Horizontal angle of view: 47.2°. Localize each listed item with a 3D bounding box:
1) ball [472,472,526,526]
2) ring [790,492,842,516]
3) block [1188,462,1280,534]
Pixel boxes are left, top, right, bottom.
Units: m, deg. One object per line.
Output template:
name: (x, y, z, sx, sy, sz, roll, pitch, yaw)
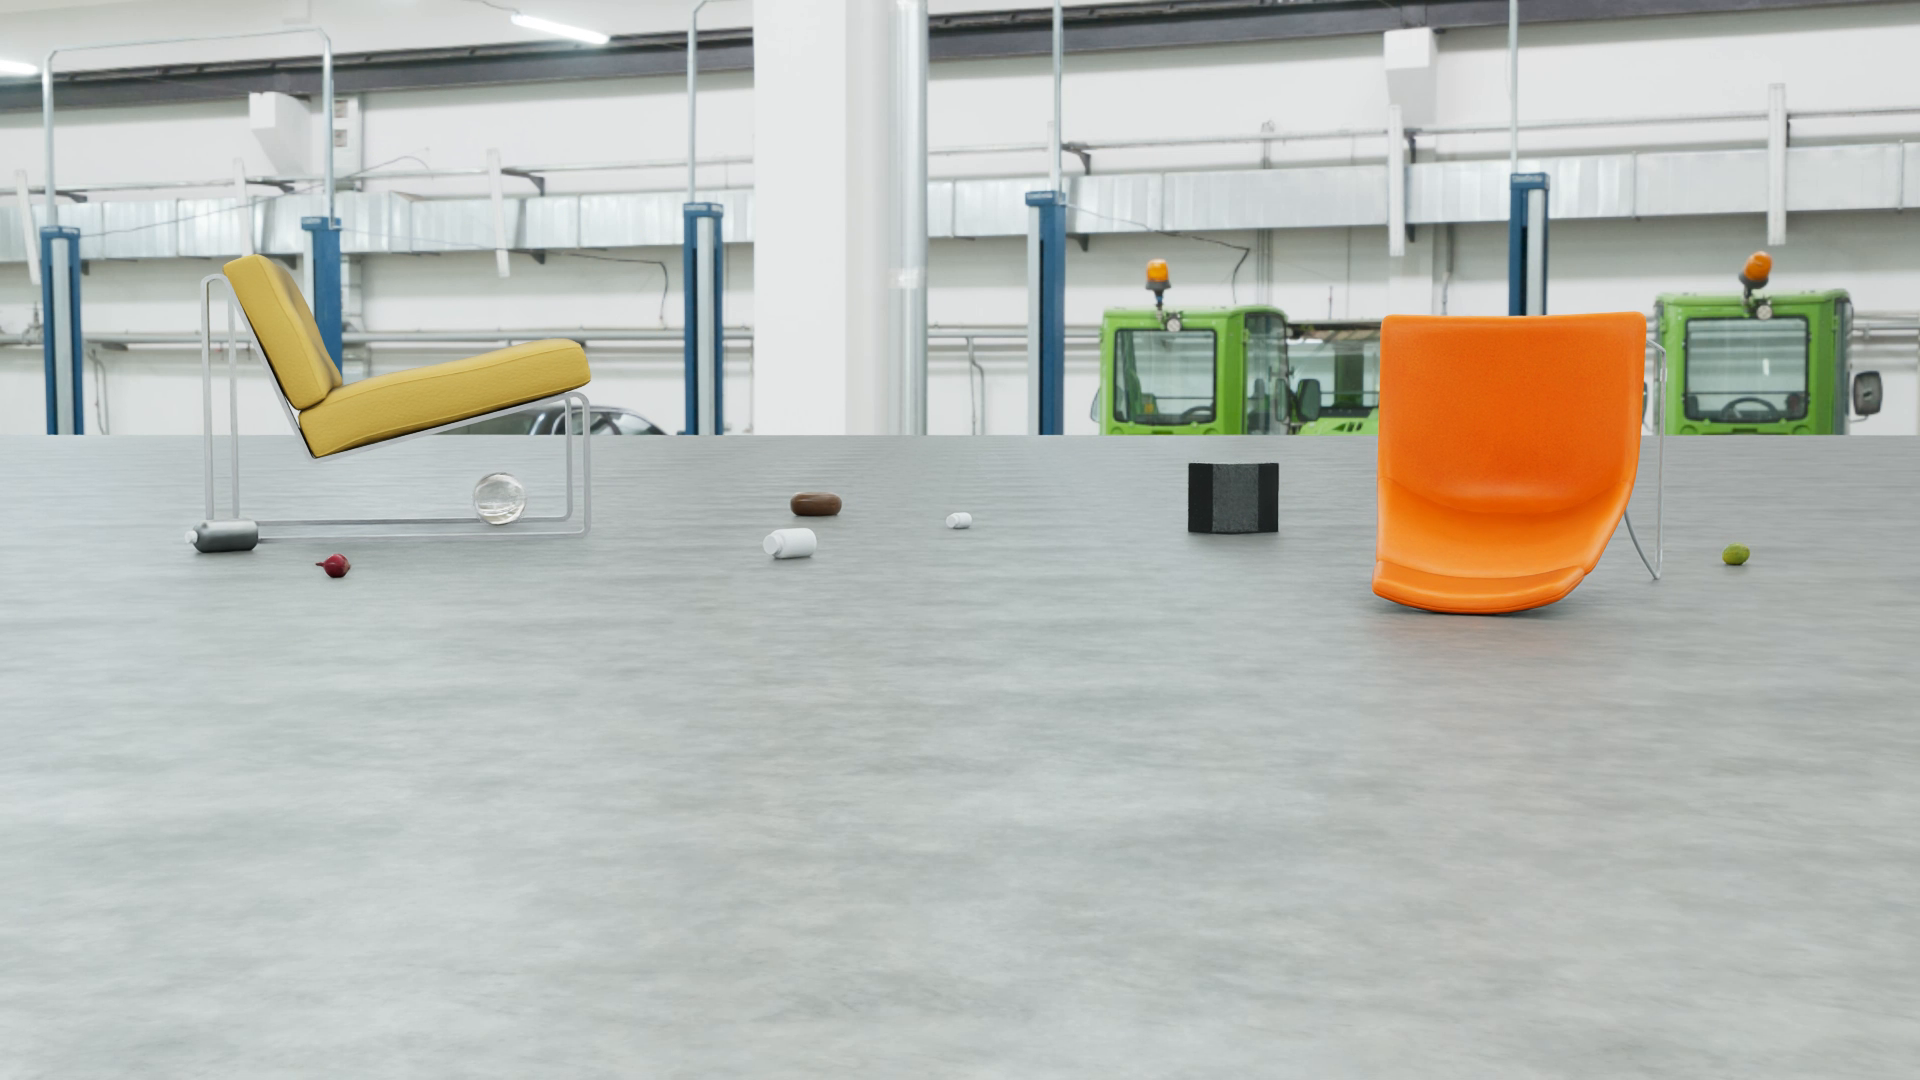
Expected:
ball: (-1.520, -0.138, 7.261, 0.177, 0.177, 0.177, 0, 4, 0)
ring: (-0.513, -0.129, 7.837, 0.157, 0.082, 0.213, 5, 5, 40)
block: (0.859, -0.134, 6.909, 0.220, 0.218, 0.180, -3, 5, -39)
